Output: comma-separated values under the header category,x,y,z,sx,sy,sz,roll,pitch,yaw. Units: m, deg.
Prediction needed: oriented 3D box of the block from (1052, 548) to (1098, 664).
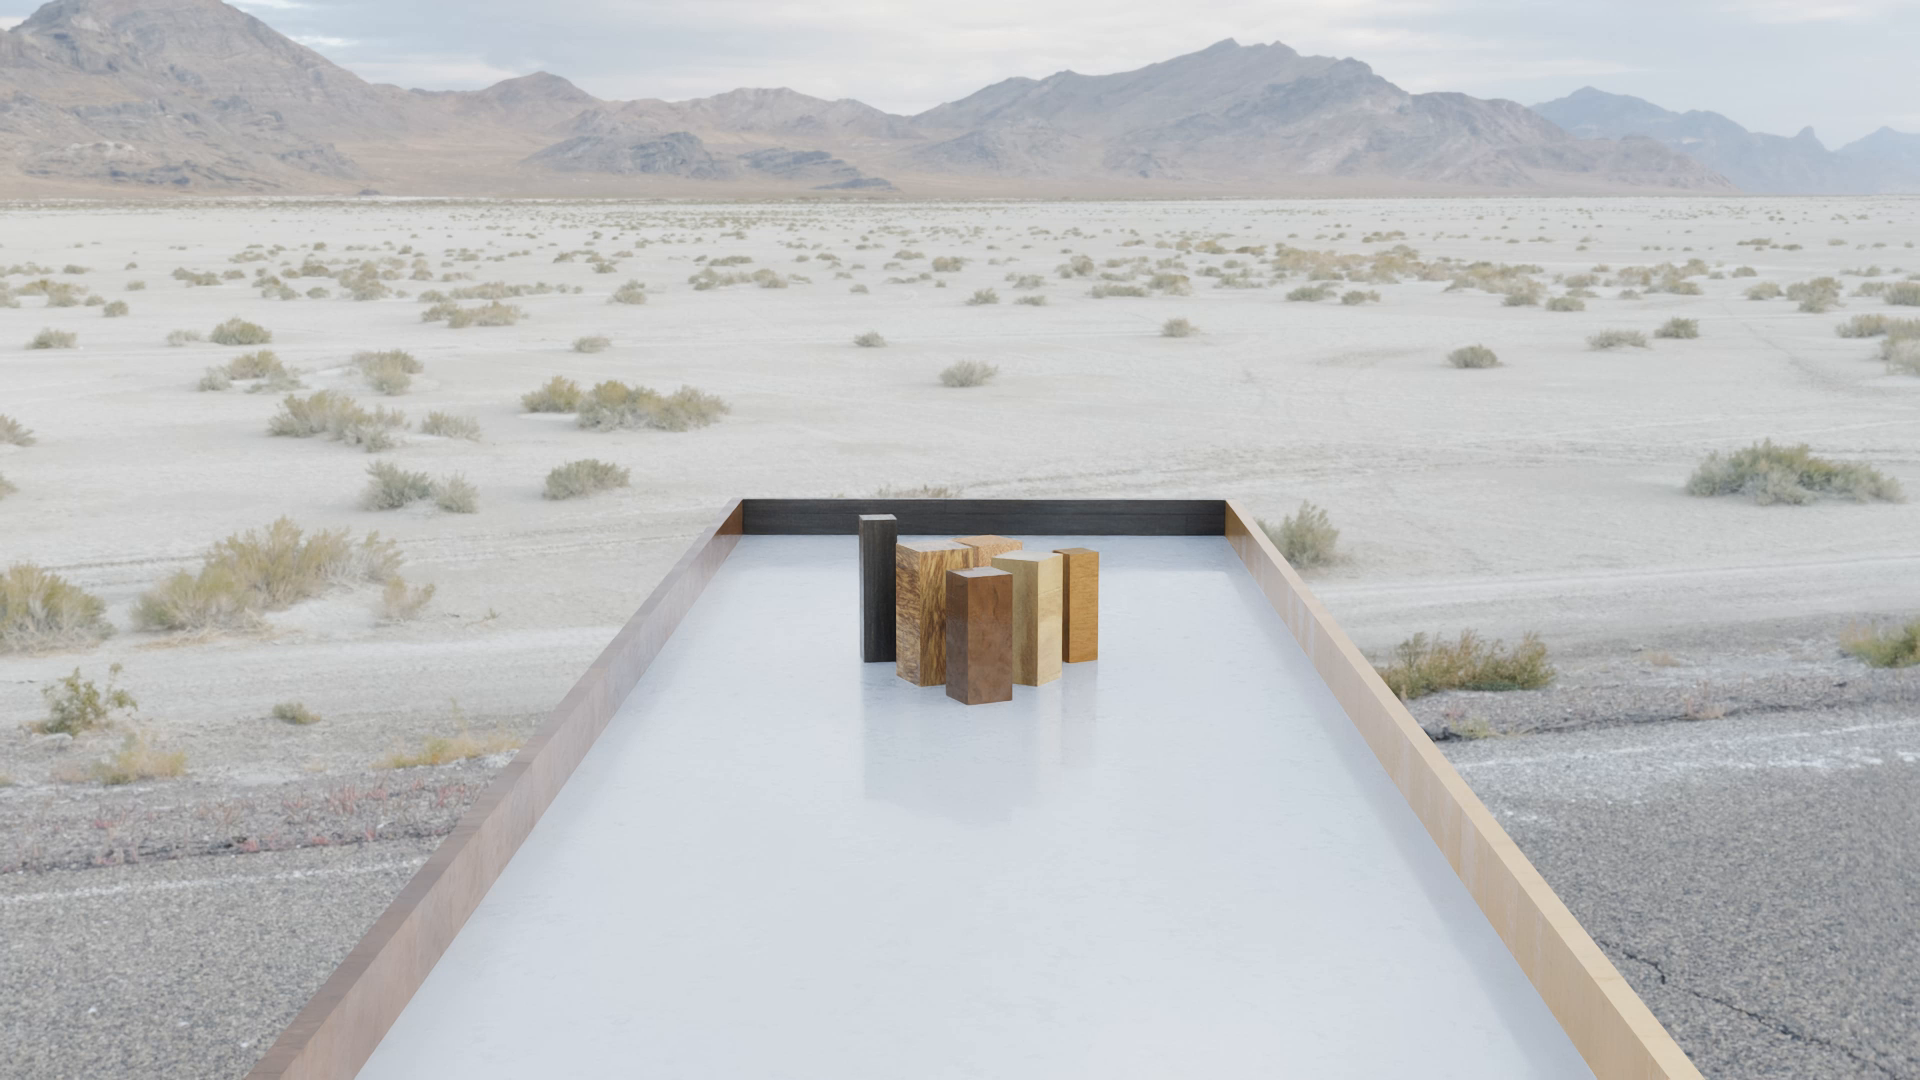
category,x,y,z,sx,sy,sz,roll,pitch,yaw
block,0.351,0.198,6.695,0.102,0.333,0.102,-5,10,-28

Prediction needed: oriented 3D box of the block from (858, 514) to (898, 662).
category,x,y,z,sx,sy,sz,roll,pitch,yaw
block,-0.248,0.147,6.687,0.103,0.437,0.103,-2,9,-10

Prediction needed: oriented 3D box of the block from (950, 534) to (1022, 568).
category,x,y,z,sx,sy,sz,roll,pitch,yaw
block,0.076,0.183,6.679,0.162,0.368,0.162,-6,11,-35

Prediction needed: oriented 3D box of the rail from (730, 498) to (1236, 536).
category,x,y,z,sx,sy,sz,roll,pitch,yaw
rail,0.099,-0.098,9.147,2.100,0.150,0.050,0,9,1

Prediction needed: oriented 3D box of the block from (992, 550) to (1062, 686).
category,x,y,z,sx,sy,sz,roll,pitch,yaw
block,0.195,0.226,6.415,0.154,0.366,0.154,5,10,29

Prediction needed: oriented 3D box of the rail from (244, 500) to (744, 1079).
category,x,y,z,sx,sy,sz,roll,pitch,yaw
rail,-1.004,0.839,3.234,0.050,0.150,12.000,0,9,1

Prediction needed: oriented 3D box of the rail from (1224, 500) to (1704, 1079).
category,x,y,z,sx,sy,sz,roll,pitch,yaw
rail,1.046,0.843,3.208,0.050,0.150,12.000,0,9,1

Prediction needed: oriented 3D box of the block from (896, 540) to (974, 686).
category,x,y,z,sx,sy,sz,roll,pitch,yaw
block,-0.075,0.211,6.416,0.169,0.395,0.169,-4,10,-25

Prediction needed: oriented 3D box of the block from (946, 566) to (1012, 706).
category,x,y,z,sx,sy,sz,roll,pitch,yaw
block,0.053,0.267,6.172,0.139,0.361,0.139,-4,10,-26
